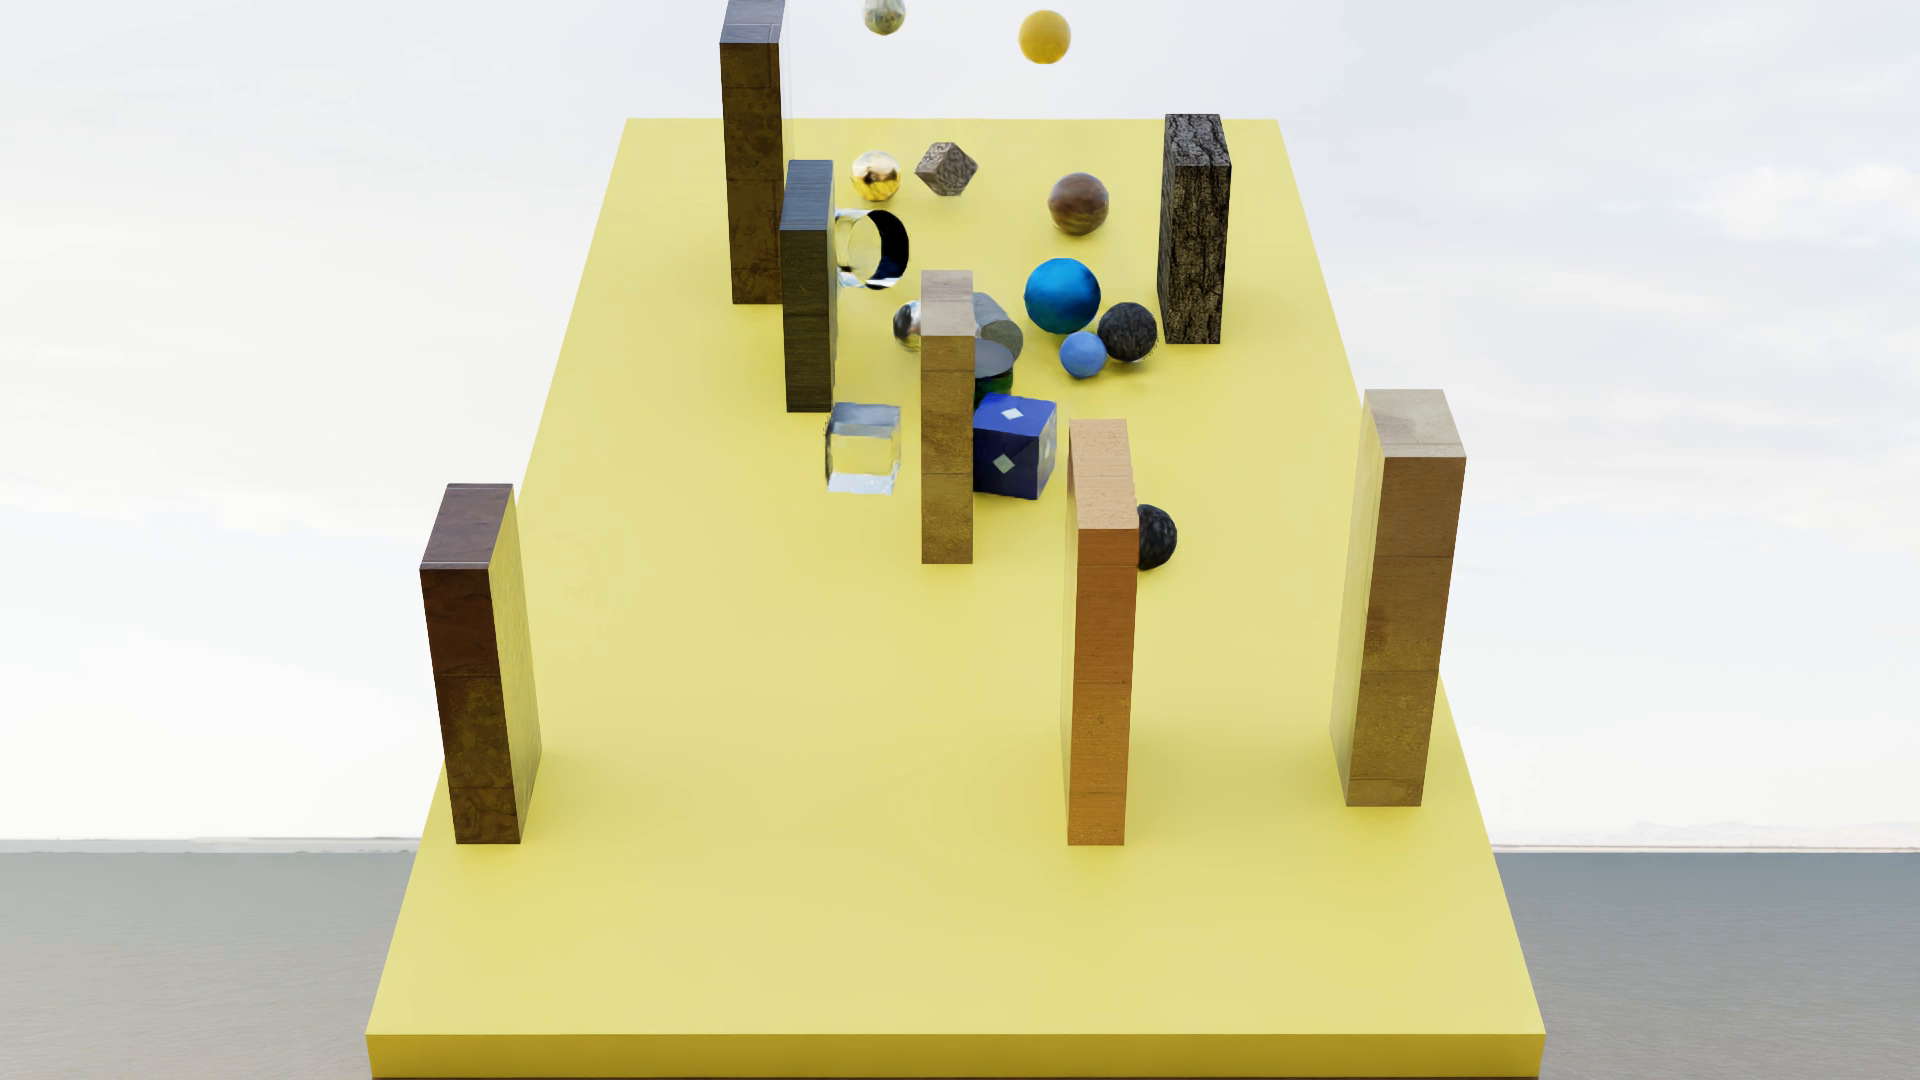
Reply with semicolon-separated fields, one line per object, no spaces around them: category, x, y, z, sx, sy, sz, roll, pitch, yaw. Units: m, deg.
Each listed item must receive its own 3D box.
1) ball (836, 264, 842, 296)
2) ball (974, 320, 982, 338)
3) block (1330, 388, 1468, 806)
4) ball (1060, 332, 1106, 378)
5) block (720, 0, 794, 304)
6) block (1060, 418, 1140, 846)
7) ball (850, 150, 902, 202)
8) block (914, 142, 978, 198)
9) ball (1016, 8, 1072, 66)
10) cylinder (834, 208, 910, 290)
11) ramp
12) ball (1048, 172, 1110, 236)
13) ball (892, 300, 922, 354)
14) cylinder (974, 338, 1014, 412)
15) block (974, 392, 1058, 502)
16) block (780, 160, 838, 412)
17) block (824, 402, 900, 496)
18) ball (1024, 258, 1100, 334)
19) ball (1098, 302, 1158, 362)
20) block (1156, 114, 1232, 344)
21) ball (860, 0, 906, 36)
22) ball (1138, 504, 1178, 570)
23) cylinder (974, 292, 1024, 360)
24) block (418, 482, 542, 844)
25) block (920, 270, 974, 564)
ball;-0.377;-0.665;6.312;0.149;0.149;0.149;0;-7;0
ball;-0.021;-0.484;5.927;0.150;0.150;0.150;0;-7;0
block;0.809;0.116;4.572;0.143;0.772;0.246;0;32;0
ball;0.307;-0.462;6.099;0.117;0.117;0.117;0;-7;0
block;-0.525;-1.040;6.443;0.148;0.722;0.423;0;32;0
block;0.254;0.173;4.548;0.105;0.697;0.385;0;32;0
ball;-0.240;-1.037;6.979;0.148;0.148;0.148;0;-7;0
block;-0.039;-1.049;6.931;0.109;0.109;0.109;39;-13;-31
ball;0.251;-1.495;7.278;0.164;0.164;0.164;0;-7;0
cylinder;-0.277;-0.767;6.447;0.207;0.207;0.207;6;3;-41
ramp;-0.015;-0.187;5.866;2.000;0.100;4.000;0;32;0
ball;0.329;-0.933;6.794;0.173;0.173;0.173;0;-7;0
ball;-0.101;-0.534;6.133;0.137;0.137;0.137;0;-7;0
cylinder;0.026;-0.349;5.817;0.193;0.193;0.193;2;33;-2
block;0.120;-0.217;5.661;0.169;0.169;0.169;9;33;14
block;-0.367;-0.625;6.008;0.110;0.487;0.409;0;32;0
block;-0.223;-0.212;5.666;0.152;0.152;0.152;4;32;6
ball;0.261;-0.623;6.261;0.197;0.197;0.197;0;-7;0
ball;0.420;-0.522;6.135;0.150;0.150;0.150;0;-7;0
block;0.597;-0.799;6.284;0.139;0.493;0.332;0;32;0
ball;-0.216;-1.494;6.940;0.129;0.129;0.129;0;-7;0
ball;0.404;-0.006;5.353;0.143;0.143;0.143;0;-7;0
cylinder;0.058;-0.520;6.150;0.153;0.153;0.153;4;30;-32
block;-0.879;0.232;4.528;0.120;0.612;0.290;0;32;0
block;-0.028;-0.269;5.372;0.113;0.565;0.311;0;32;0
